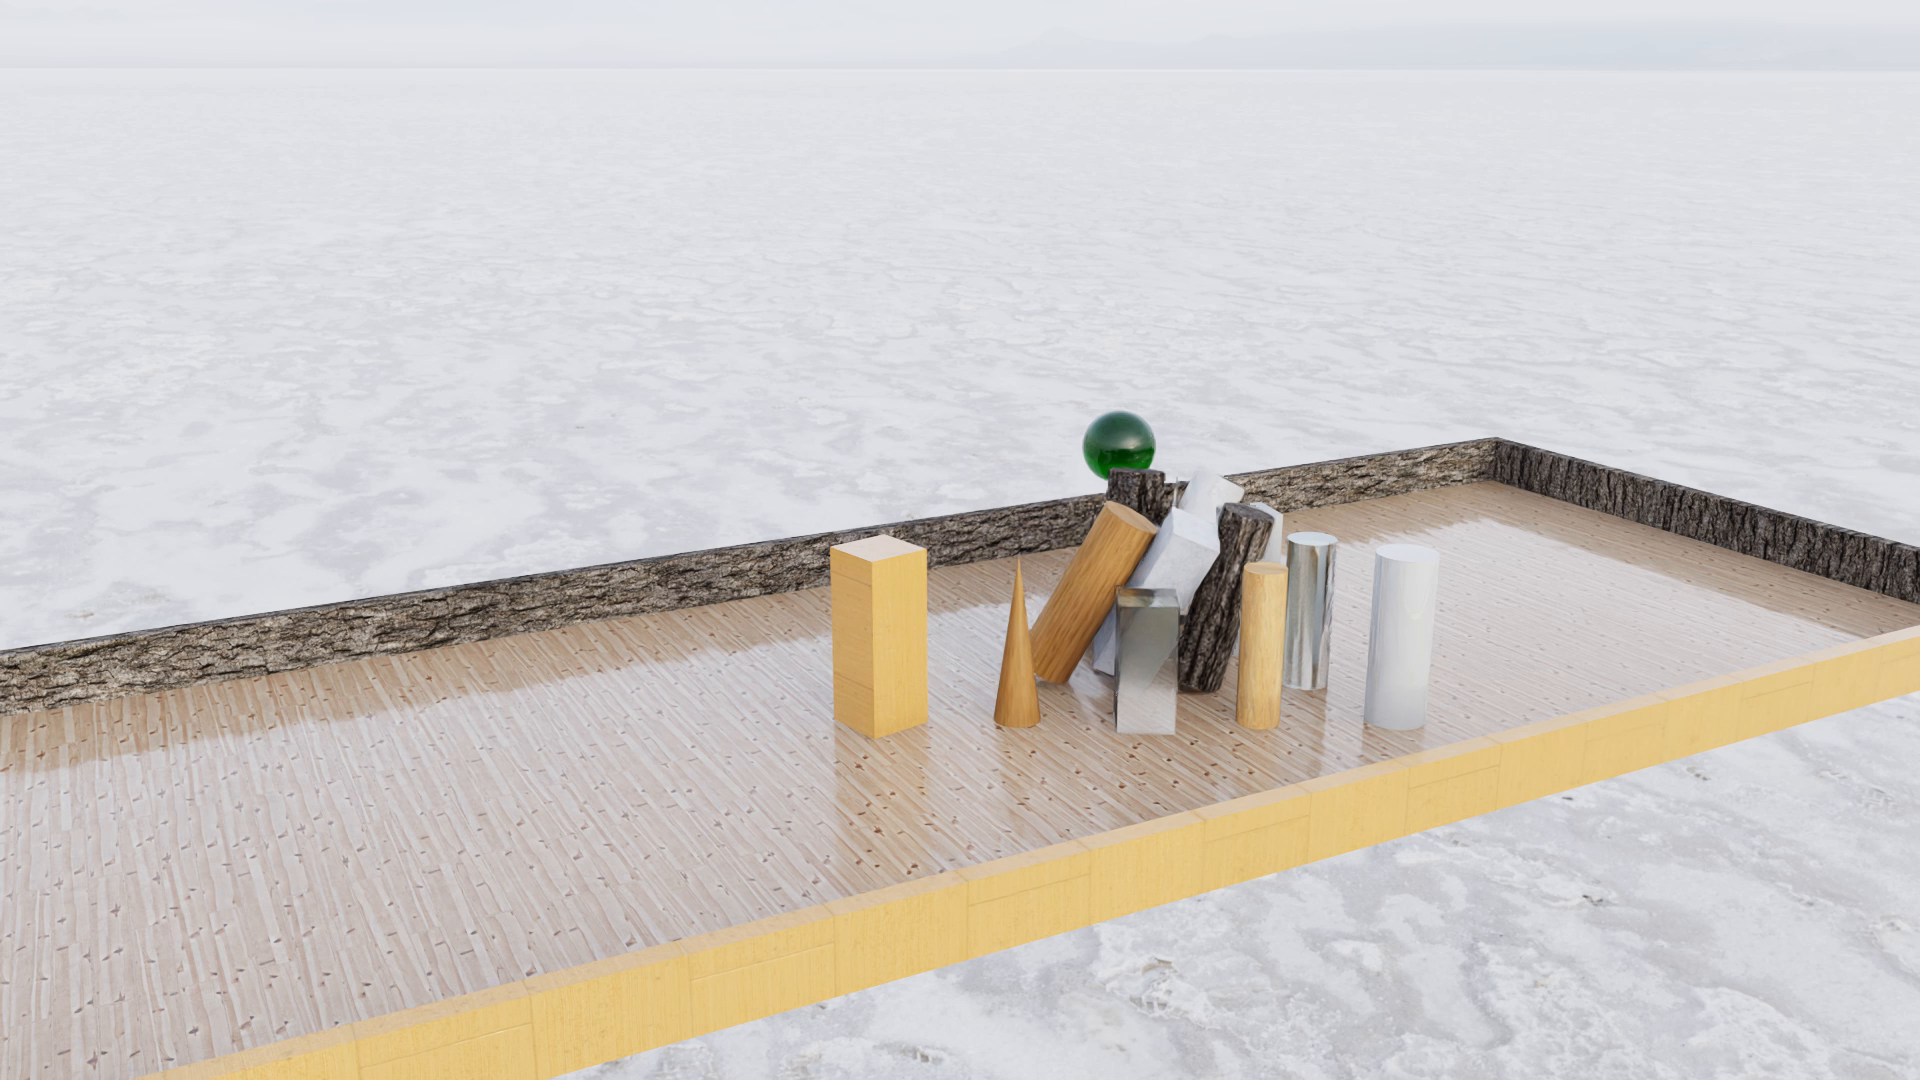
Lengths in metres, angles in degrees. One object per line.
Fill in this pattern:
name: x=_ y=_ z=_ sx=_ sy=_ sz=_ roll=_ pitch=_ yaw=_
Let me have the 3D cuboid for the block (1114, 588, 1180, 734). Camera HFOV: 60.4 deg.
block: x=0.433 y=0.281 z=3.843 sx=0.135 sy=0.312 sz=0.135 roll=0 pitch=16 yaw=2

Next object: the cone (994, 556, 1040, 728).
cone: x=0.136 y=0.230 z=3.857 sx=0.113 sy=0.404 sz=0.113 roll=0 pitch=16 yaw=0

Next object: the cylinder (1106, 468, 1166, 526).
cylinder: x=0.513 y=-0.044 z=4.886 sx=0.169 sy=0.326 sz=0.169 roll=3 pitch=8 yaw=0

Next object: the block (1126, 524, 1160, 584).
block: x=0.496 y=0.120 z=4.395 sx=0.105 sy=0.305 sz=0.105 roll=-6 pitch=17 yaw=-34

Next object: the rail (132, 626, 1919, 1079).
rail: x=-2.336 y=1.006 z=1.665 sx=12.000 sy=0.150 sz=0.050 roll=-9 pitch=18 yaw=-27

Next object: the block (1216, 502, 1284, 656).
block: x=0.752 y=0.102 z=4.339 sx=0.129 sy=0.376 sz=0.129 roll=-4 pitch=17 yaw=-15

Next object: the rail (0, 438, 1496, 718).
rail: x=-3.305 y=0.497 z=3.399 sx=12.000 sy=0.150 sz=0.050 roll=-9 pitch=18 yaw=-27

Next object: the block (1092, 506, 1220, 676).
block: x=0.477 y=0.141 z=4.046 sx=0.121 sy=0.441 sz=0.121 roll=22 pitch=32 yaw=-8

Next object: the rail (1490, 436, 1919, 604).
rail: x=2.466 y=-0.048 z=5.253 sx=0.050 sy=0.150 sz=2.100 roll=-9 pitch=18 yaw=-27

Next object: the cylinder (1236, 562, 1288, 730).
cylinder: x=0.703 y=0.246 z=3.846 sx=0.102 sy=0.378 sz=0.102 roll=0 pitch=16 yaw=0

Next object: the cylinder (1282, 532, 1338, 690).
cylinder: x=0.863 y=0.176 z=4.094 sx=0.120 sy=0.374 sz=0.120 roll=0 pitch=16 yaw=0

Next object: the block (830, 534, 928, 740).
block: x=-0.187 y=0.222 z=3.842 sx=0.158 sy=0.426 sz=0.158 roll=-13 pitch=21 yaw=-38

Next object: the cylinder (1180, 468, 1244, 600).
cylinder: x=0.666 y=-0.014 z=4.717 sx=0.153 sy=0.357 sz=0.153 roll=26 pitch=1 yaw=-1

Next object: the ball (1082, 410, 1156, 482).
ball: x=0.513 y=-0.301 z=5.318 sx=0.239 sy=0.239 sz=0.239 roll=0 pitch=16 yaw=0

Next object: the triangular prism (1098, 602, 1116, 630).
triangular prism: x=0.449 y=0.205 z=4.341 sx=0.096 sy=0.083 sz=0.320 roll=29 pitch=-13 yaw=-33

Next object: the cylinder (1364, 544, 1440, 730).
cylinder: x=1.031 y=0.226 z=3.856 sx=0.143 sy=0.411 sz=0.143 roll=0 pitch=16 yaw=0

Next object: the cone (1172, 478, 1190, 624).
cone: x=0.591 y=0.024 z=4.548 sx=0.107 sy=0.409 sz=0.107 roll=0 pitch=16 yaw=0

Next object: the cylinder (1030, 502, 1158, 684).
cylinder: x=0.313 y=0.131 z=4.082 sx=0.145 sy=0.450 sz=0.145 roll=27 pitch=18 yaw=-9

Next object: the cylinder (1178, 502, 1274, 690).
cylinder: x=0.642 y=0.140 z=4.051 sx=0.129 sy=0.448 sz=0.129 roll=14 pitch=17 yaw=-4
